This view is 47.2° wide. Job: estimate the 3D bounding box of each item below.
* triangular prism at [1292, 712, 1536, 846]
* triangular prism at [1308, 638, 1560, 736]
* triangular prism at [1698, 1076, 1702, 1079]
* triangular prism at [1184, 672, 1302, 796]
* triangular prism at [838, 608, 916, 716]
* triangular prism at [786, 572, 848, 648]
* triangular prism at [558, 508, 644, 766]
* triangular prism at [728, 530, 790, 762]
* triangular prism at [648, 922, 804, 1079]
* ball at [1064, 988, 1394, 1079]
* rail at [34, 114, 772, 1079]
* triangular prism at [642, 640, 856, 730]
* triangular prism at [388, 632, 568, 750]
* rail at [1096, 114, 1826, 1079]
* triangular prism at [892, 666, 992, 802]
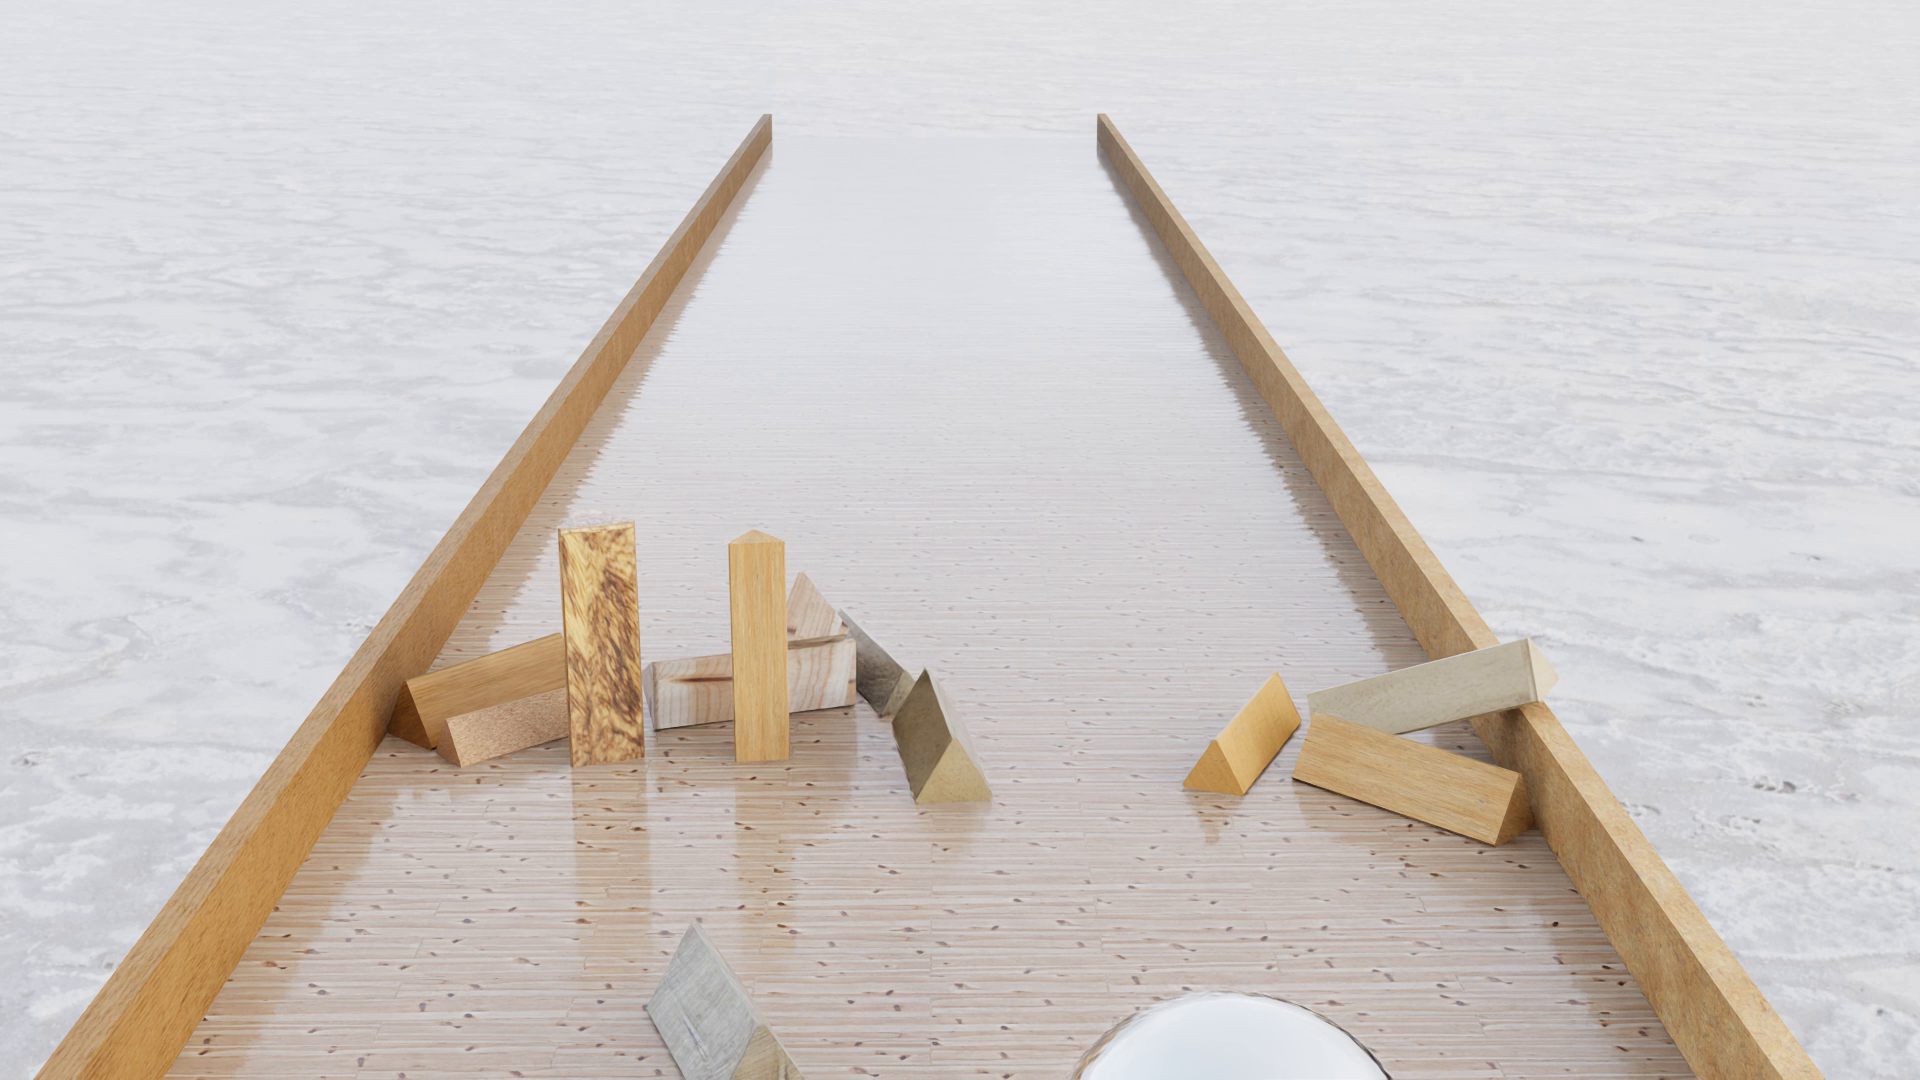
[{"bbox_3d":[0.764,0.390,3.714,0.403,0.108,0.125,16,23,42],"label":"triangular prism"},{"bbox_3d":[0.812,0.264,3.842,0.436,0.097,0.112,-19,8,37],"label":"triangular prism"},{"bbox_3d":[0.916,0.763,2.510,0.094,0.081,0.445,-1,17,-1],"label":"triangular prism"},{"bbox_3d":[0.510,0.336,3.925,0.107,0.093,0.375,7,18,23],"label":"triangular prism"},{"bbox_3d":[-0.170,0.230,4.295,0.098,0.085,0.397,-6,18,-20],"label":"triangular prism"},{"bbox_3d":[-0.310,0.152,4.221,0.142,0.123,0.334,-7,-11,-11],"label":"triangular prism"},{"bbox_3d":[-0.645,0.168,3.891,0.132,0.439,0.114,-6,18,-21],"label":"triangular prism"},{"bbox_3d":[-0.358,0.186,3.893,0.097,0.404,0.084,-3,17,-9],"label":"triangular prism"},{"bbox_3d":[-0.306,0.624,2.901,0.142,0.123,0.313,-7,18,-21],"label":"triangular prism"},{"bbox_3d":[0.267,0.642,2.172,0.390,0.390,0.390,0,17,0],"label":"ball"},{"bbox_3d":[-1.118,-0.838,7.780,0.050,0.150,12.000,0,17,-1],"label":"rail"},{"bbox_3d":[-0.389,0.245,4.108,0.387,0.114,0.132,-6,49,-19],"label":"triangular prism"},{"bbox_3d":[-0.884,0.270,4.104,0.134,0.116,0.355,14,22,39],"label":"triangular prism"},{"bbox_3d":[0.932,-0.844,7.801,0.050,0.150,12.000,0,17,-1],"label":"rail"},{"bbox_3d":[-0.035,0.337,3.886,0.130,0.113,0.365,-2,17,-8],"label":"triangular prism"}]
